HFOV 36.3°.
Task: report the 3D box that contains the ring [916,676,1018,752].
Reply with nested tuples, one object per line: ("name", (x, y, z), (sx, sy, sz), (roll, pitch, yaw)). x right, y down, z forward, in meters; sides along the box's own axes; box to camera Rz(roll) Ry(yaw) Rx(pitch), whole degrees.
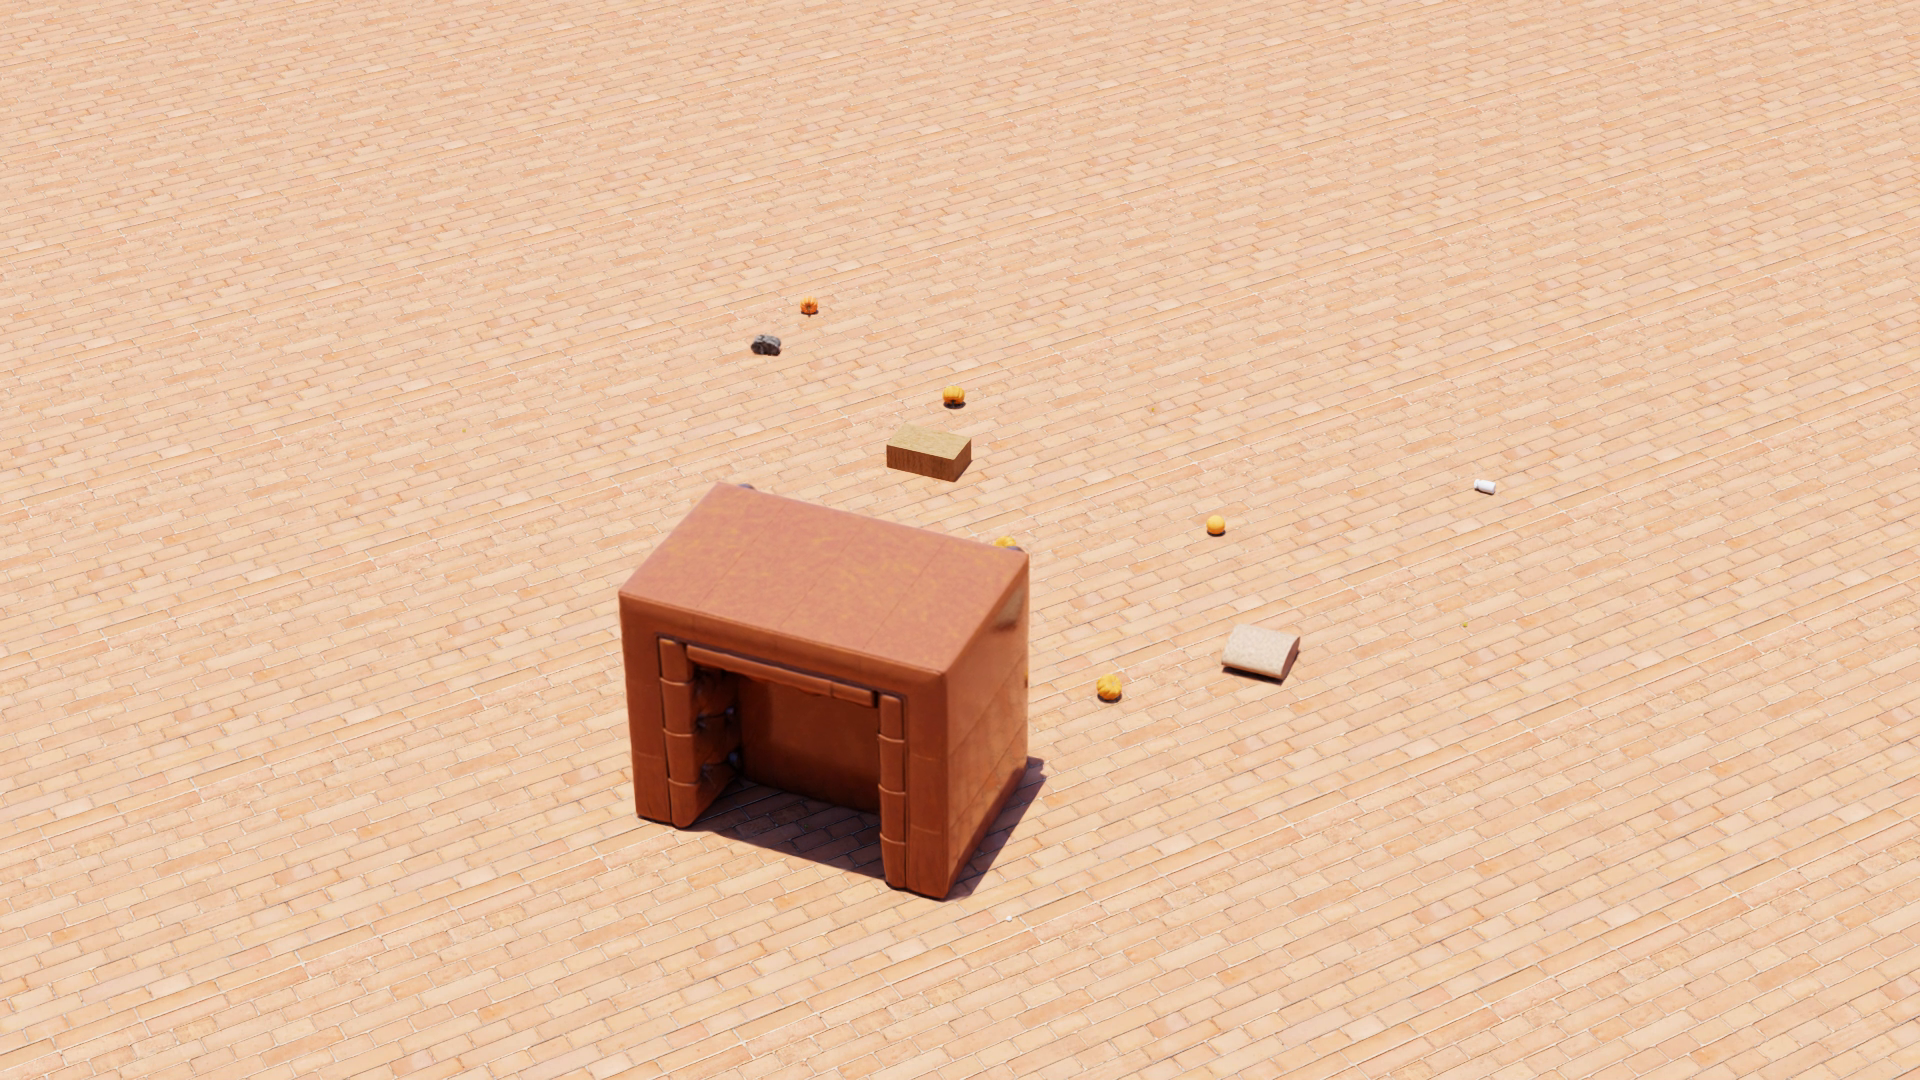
("ring", (0.024, 0.588, 9.967), (0.343, 0.097, 0.381), (9, 34, 15))

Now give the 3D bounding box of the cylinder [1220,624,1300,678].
("cylinder", (1.054, 0.388, 10.271), (0.217, 0.094, 0.235), (13, 36, 19))

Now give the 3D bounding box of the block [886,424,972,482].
("block", (-0.120, -0.339, 11.364), (0.284, 0.104, 0.175), (13, 36, 19))

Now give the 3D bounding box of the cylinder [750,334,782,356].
("cylinder", (-0.801, -0.806, 12.110), (0.116, 0.062, 0.061), (6, 34, 9))
